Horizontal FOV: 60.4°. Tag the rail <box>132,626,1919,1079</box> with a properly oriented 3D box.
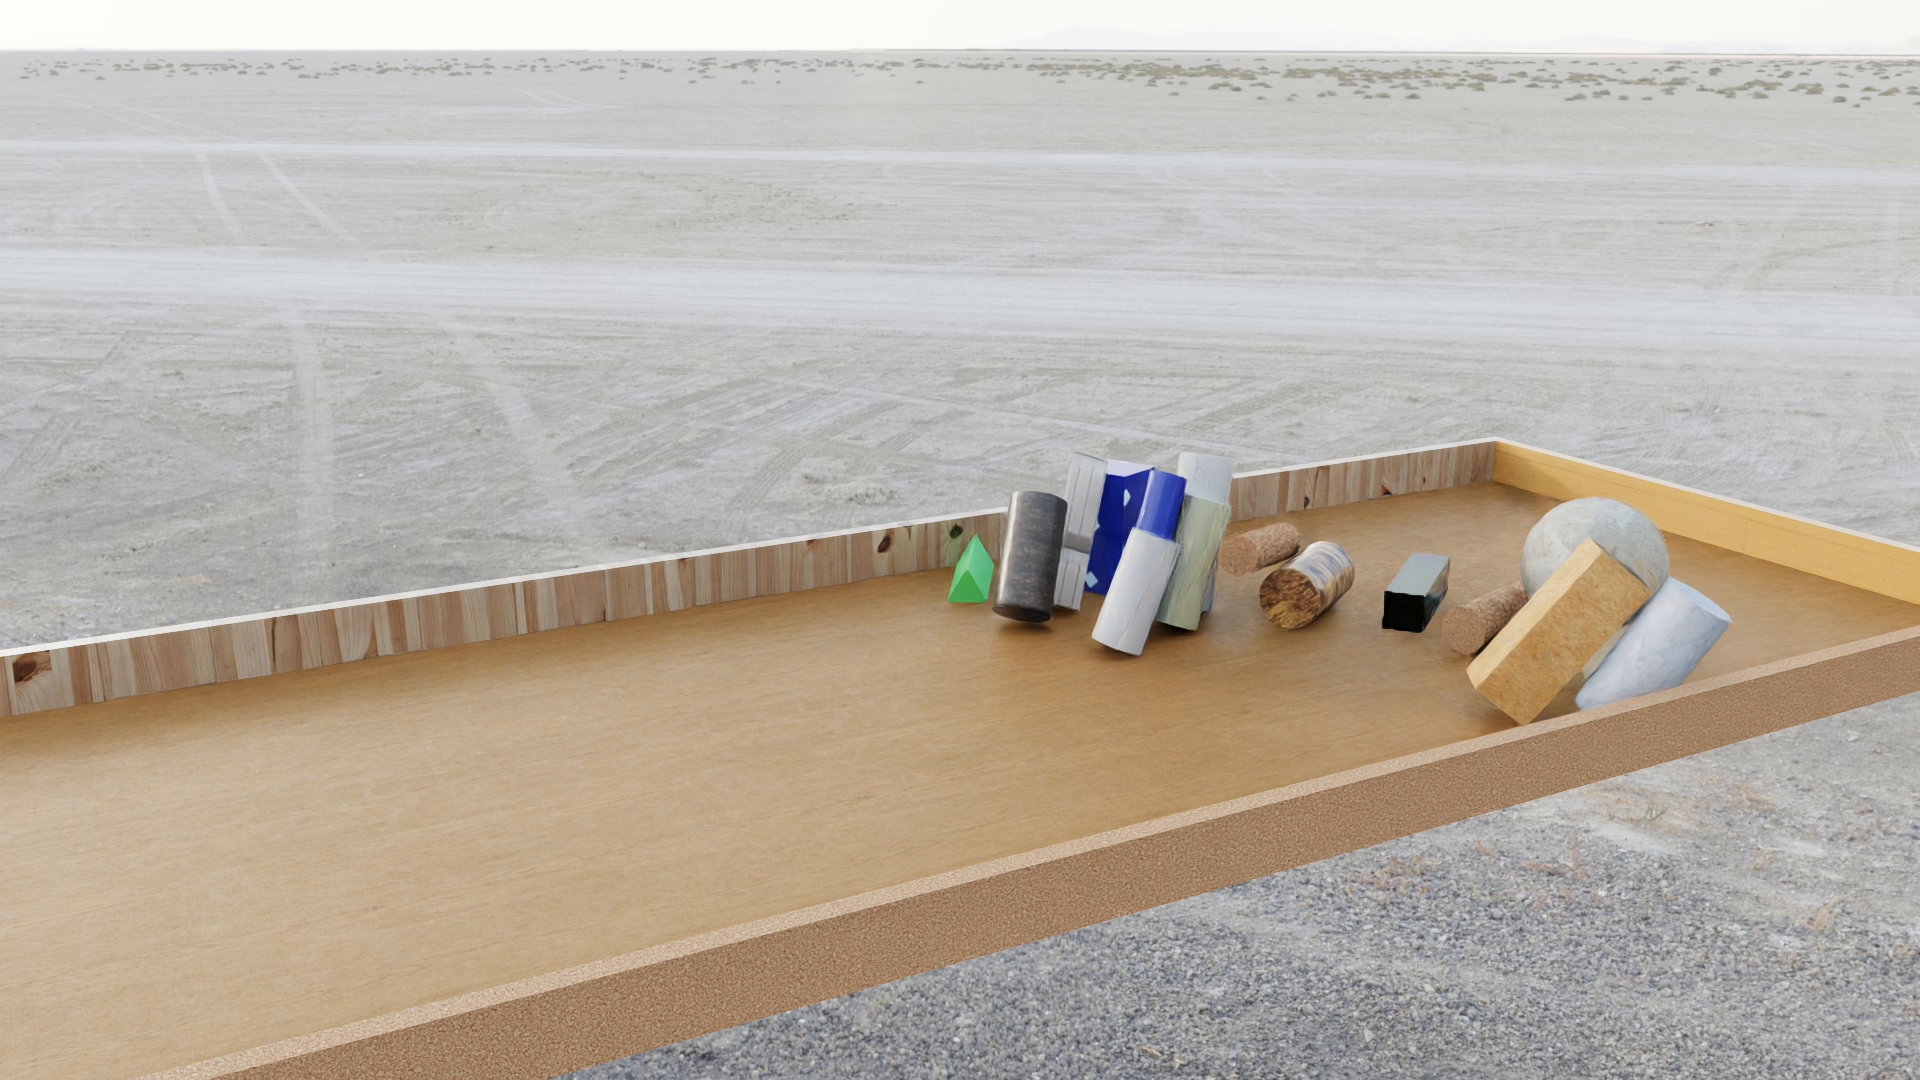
[{"bbox_3d":[-2.336,1.006,1.665,12.000,0.150,0.050,-9,18,-27],"label":"rail"}]

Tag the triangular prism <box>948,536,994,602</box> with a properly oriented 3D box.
[{"bbox_3d":[0.034,0.081,4.898,0.112,0.097,0.357,1,16,4],"label":"triangular prism"}]

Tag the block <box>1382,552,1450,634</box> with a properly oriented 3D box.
[{"bbox_3d":[1.296,0.145,4.672,0.108,0.108,0.409,8,18,24],"label":"block"}]

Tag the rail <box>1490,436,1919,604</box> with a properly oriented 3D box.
[{"bbox_3d":[2.466,-0.048,5.253,0.050,0.150,2.100,-9,18,-27],"label":"rail"}]

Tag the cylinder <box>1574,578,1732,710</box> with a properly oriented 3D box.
[{"bbox_3d":[1.573,0.273,3.751,0.163,0.346,0.163,27,21,-11],"label":"cylinder"}]

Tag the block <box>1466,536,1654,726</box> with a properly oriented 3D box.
[{"bbox_3d":[1.394,0.214,3.853,0.148,0.425,0.148,37,16,-2],"label":"block"}]

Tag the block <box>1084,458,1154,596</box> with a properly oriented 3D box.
[{"bbox_3d":[0.450,-0.035,4.826,0.162,0.363,0.162,12,19,36],"label":"block"}]

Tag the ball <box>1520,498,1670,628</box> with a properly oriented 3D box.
[{"bbox_3d":[1.663,0.070,4.330,0.366,0.366,0.366,0,16,0],"label":"ball"}]

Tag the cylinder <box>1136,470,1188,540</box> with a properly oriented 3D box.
[{"bbox_3d":[0.508,0.037,4.448,0.105,0.438,0.105,15,-4,1],"label":"cylinder"}]

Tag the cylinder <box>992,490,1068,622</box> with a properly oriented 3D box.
[{"bbox_3d":[0.194,0.047,4.551,0.162,0.329,0.162,9,-16,3],"label":"cylinder"}]

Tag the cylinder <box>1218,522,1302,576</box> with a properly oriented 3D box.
[{"bbox_3d":[0.845,0.023,4.623,0.109,0.109,0.426,8,9,26],"label":"cylinder"}]

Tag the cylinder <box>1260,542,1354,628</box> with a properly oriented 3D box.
[{"bbox_3d":[0.977,0.124,4.632,0.170,0.170,0.308,10,19,30],"label":"cylinder"}]

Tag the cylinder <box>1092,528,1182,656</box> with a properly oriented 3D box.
[{"bbox_3d":[0.460,0.133,4.306,0.137,0.306,0.137,20,5,-2],"label":"cylinder"}]

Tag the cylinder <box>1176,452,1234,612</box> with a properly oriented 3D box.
[{"bbox_3d":[0.662,-0.024,4.632,0.153,0.427,0.153,8,2,0],"label":"cylinder"}]

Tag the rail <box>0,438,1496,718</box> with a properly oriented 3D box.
[{"bbox_3d":[-3.305,0.497,3.399,12.000,0.150,0.050,-9,18,-27],"label":"rail"}]

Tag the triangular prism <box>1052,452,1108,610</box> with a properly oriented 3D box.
[{"bbox_3d":[0.307,-0.025,4.697,0.116,0.434,0.101,15,-8,-26],"label":"triangular prism"}]

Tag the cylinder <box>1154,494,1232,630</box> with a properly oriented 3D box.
[{"bbox_3d":[0.626,0.059,4.491,0.135,0.349,0.135,15,4,-1],"label":"cylinder"}]

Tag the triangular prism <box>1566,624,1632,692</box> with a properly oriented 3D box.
[{"bbox_3d":[1.675,0.277,4.201,0.414,0.112,0.130,-12,20,-35],"label":"triangular prism"}]

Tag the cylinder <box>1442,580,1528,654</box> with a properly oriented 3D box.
[{"bbox_3d":[1.448,0.202,4.441,0.359,0.127,0.127,-15,22,-42],"label":"cylinder"}]
